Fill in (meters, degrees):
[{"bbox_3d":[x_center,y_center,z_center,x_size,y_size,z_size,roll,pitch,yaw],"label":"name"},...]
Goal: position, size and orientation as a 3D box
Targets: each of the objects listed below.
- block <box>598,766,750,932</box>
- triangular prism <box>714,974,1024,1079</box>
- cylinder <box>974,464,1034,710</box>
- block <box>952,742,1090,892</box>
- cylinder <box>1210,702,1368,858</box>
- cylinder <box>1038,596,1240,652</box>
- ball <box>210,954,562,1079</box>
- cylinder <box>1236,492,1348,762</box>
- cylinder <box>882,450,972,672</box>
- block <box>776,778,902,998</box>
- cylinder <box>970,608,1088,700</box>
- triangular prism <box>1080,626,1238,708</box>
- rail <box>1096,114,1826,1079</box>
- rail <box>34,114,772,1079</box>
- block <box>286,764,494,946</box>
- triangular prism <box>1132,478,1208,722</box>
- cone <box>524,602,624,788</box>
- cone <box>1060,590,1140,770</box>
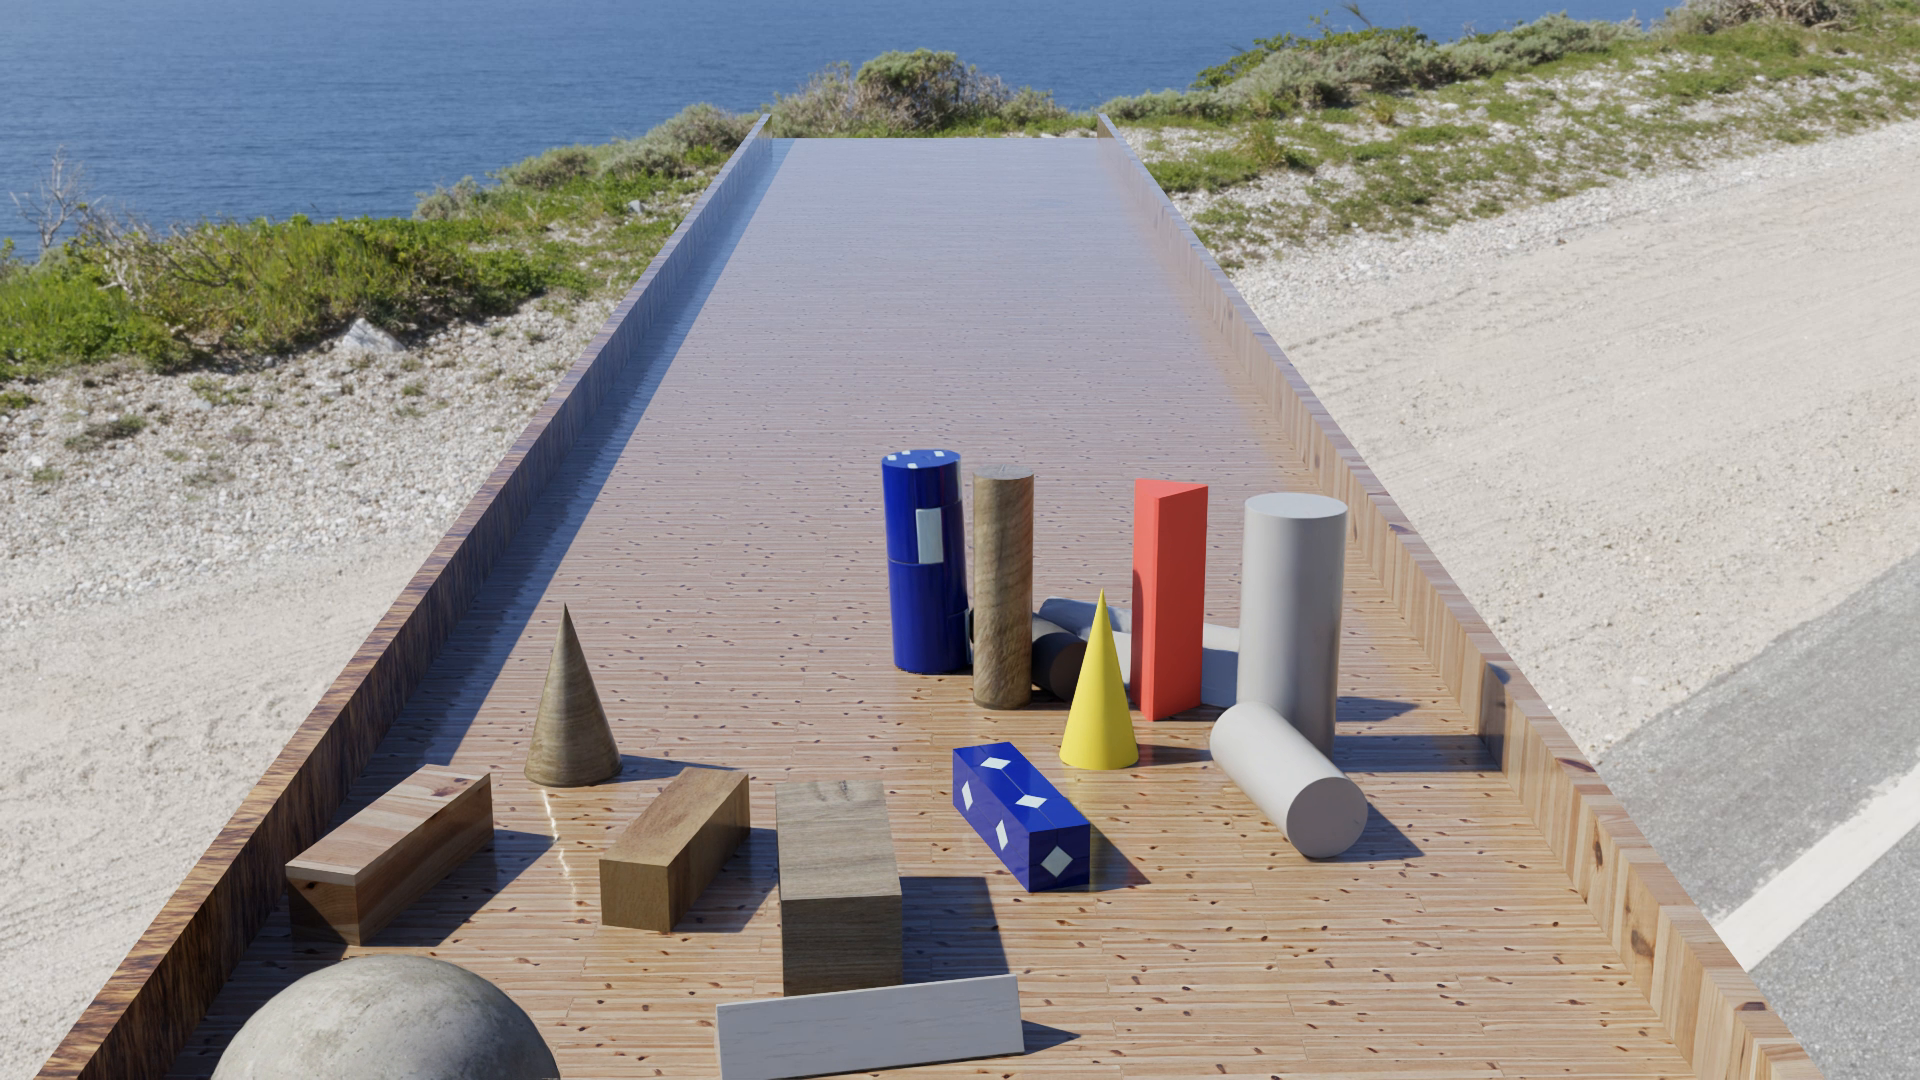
[{"bbox_3d":[-0.440,0.477,3.434,0.108,0.108,0.368,4,17,13],"label":"block"},{"bbox_3d":[-0.121,0.637,2.920,0.402,0.090,0.104,-3,17,-12],"label":"triangular prism"},{"bbox_3d":[0.081,0.090,4.135,0.112,0.451,0.112,0,17,0],"label":"cylinder"},{"bbox_3d":[0.095,0.443,3.559,0.101,0.101,0.360,-6,17,-18],"label":"block"},{"bbox_3d":[0.542,0.393,3.658,0.140,0.140,0.348,-4,17,-13],"label":"cylinder"},{"bbox_3d":[0.370,0.198,4.373,0.440,0.107,0.107,10,19,29],"label":"cylinder"},{"bbox_3d":[-0.620,0.645,2.375,0.389,0.389,0.389,0,17,0],"label":"ball"},{"bbox_3d":[0.582,0.160,3.878,0.177,0.458,0.177,1,15,0],"label":"cylinder"},{"bbox_3d":[-0.066,0.041,4.349,0.156,0.414,0.156,-3,15,1],"label":"cylinder"},{"bbox_3d":[-0.182,0.509,3.224,0.165,0.165,0.410,-2,17,-6],"label":"block"},{"bbox_3d":[0.144,0.208,4.320,0.118,0.118,0.330,-9,19,-27],"label":"cylinder"},{"bbox_3d":[0.415,0.241,4.246,0.394,0.093,0.107,9,19,27],"label":"triangular prism"},{"bbox_3d":[0.932,-0.844,7.801,0.050,0.150,12.000,0,17,-1],"label":"rail"},{"bbox_3d":[-1.118,-0.838,7.780,0.050,0.150,12.000,0,17,-1],"label":"rail"},{"bbox_3d":[-0.875,0.481,3.407,0.115,0.115,0.405,5,17,16],"label":"block"},{"bbox_3d":[0.367,0.106,4.114,0.136,0.432,0.118,-14,22,-39],"label":"triangular prism"},{"bbox_3d":[-0.680,0.254,3.828,0.173,0.310,0.173,0,17,0],"label":"cone"},{"bbox_3d":[0.249,0.233,3.889,0.142,0.316,0.142,0,17,0],"label":"cone"}]
